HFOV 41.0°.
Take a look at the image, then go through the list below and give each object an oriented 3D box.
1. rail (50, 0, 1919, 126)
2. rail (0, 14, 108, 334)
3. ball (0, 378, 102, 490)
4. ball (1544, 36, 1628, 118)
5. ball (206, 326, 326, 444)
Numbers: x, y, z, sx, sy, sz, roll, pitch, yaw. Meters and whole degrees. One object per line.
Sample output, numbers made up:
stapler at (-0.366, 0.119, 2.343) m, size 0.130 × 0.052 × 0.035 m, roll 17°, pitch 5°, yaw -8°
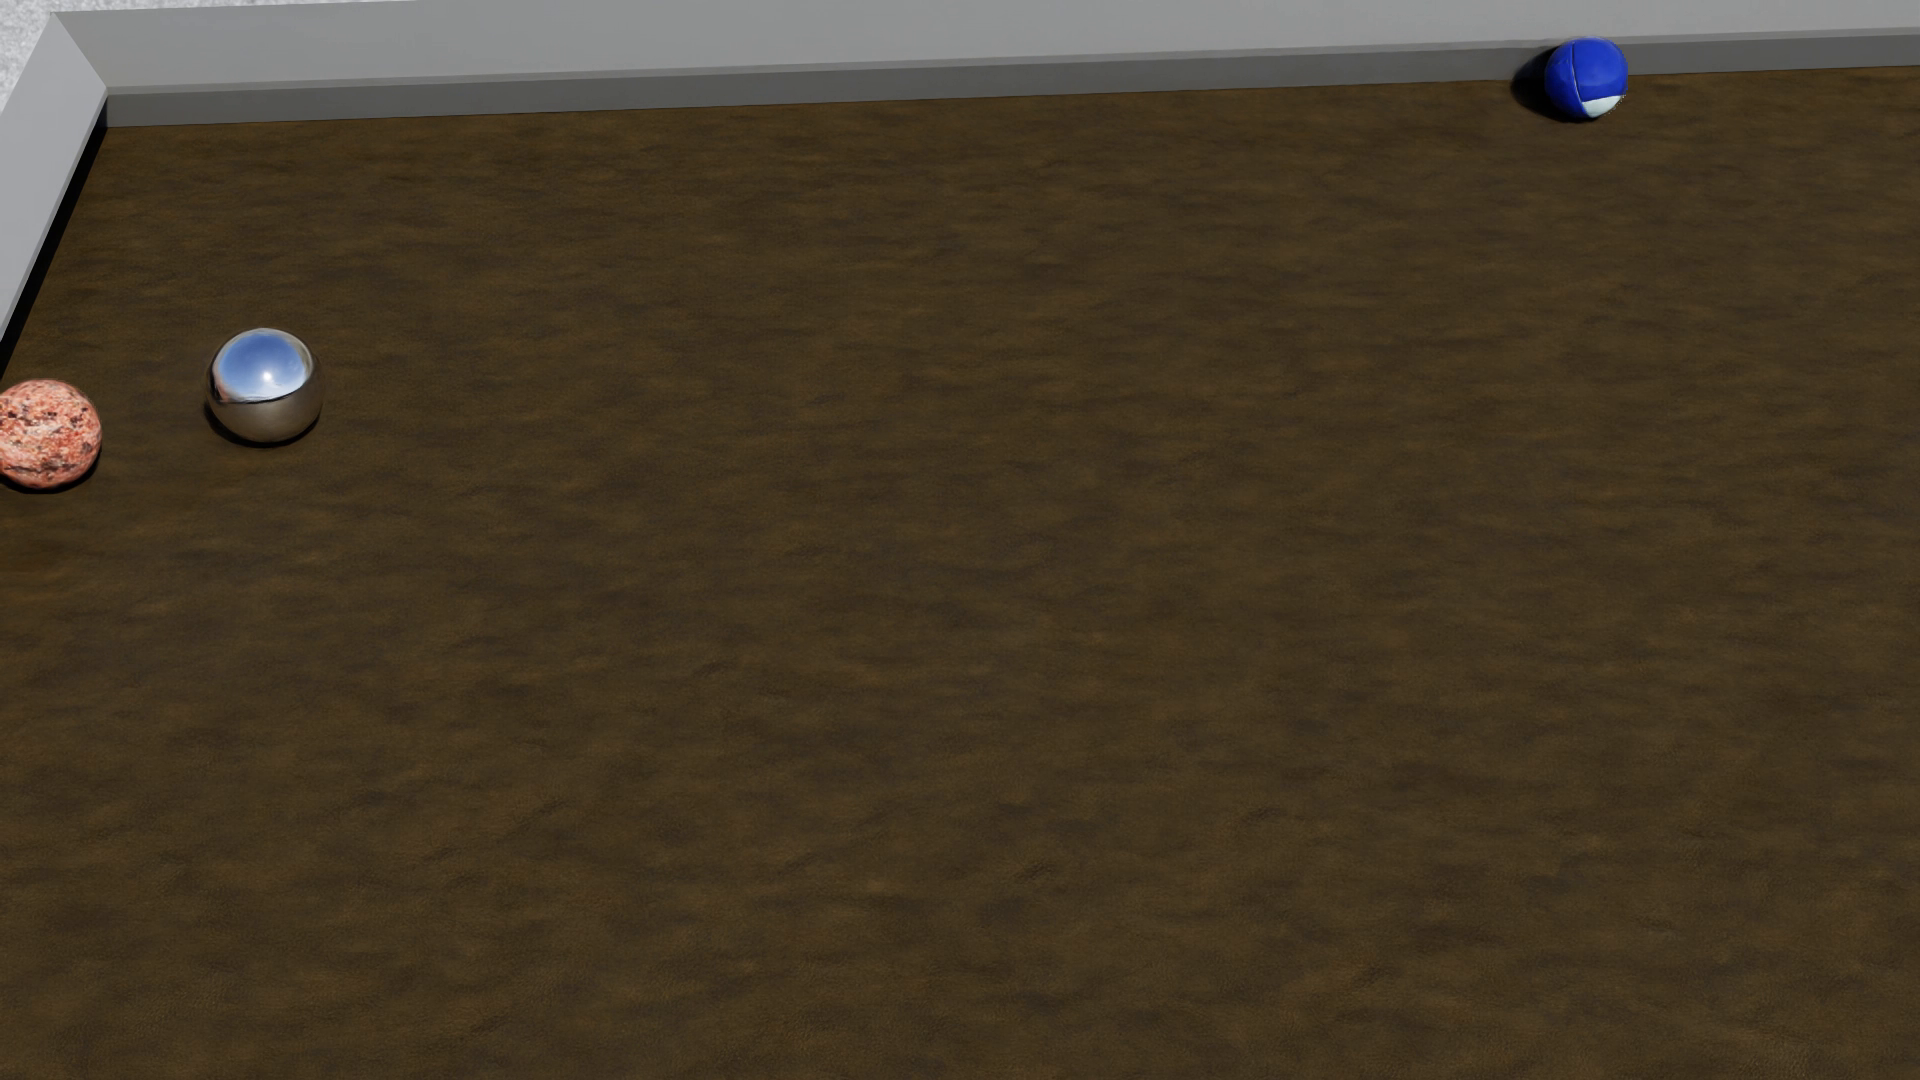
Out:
rail at (0.673, -0.464, 2.317) m, size 2.920 × 0.109 × 0.045 m, roll -3°, pitch 36°, yaw -4°
rail at (-0.704, 0.016, 1.651) m, size 0.045 × 0.109 × 1.473 m, roll -3°, pitch 36°, yaw -4°
ball at (-0.645, -0.074, 1.804) m, size 0.078 × 0.078 × 0.078 m, roll 0°, pitch 36°, yaw 0°
ball at (0.555, -0.410, 2.277) m, size 0.072 × 0.072 × 0.072 m, roll 0°, pitch 36°, yaw 0°
ball at (-0.500, -0.112, 1.851) m, size 0.084 × 0.084 × 0.084 m, roll 0°, pitch 36°, yaw 0°
